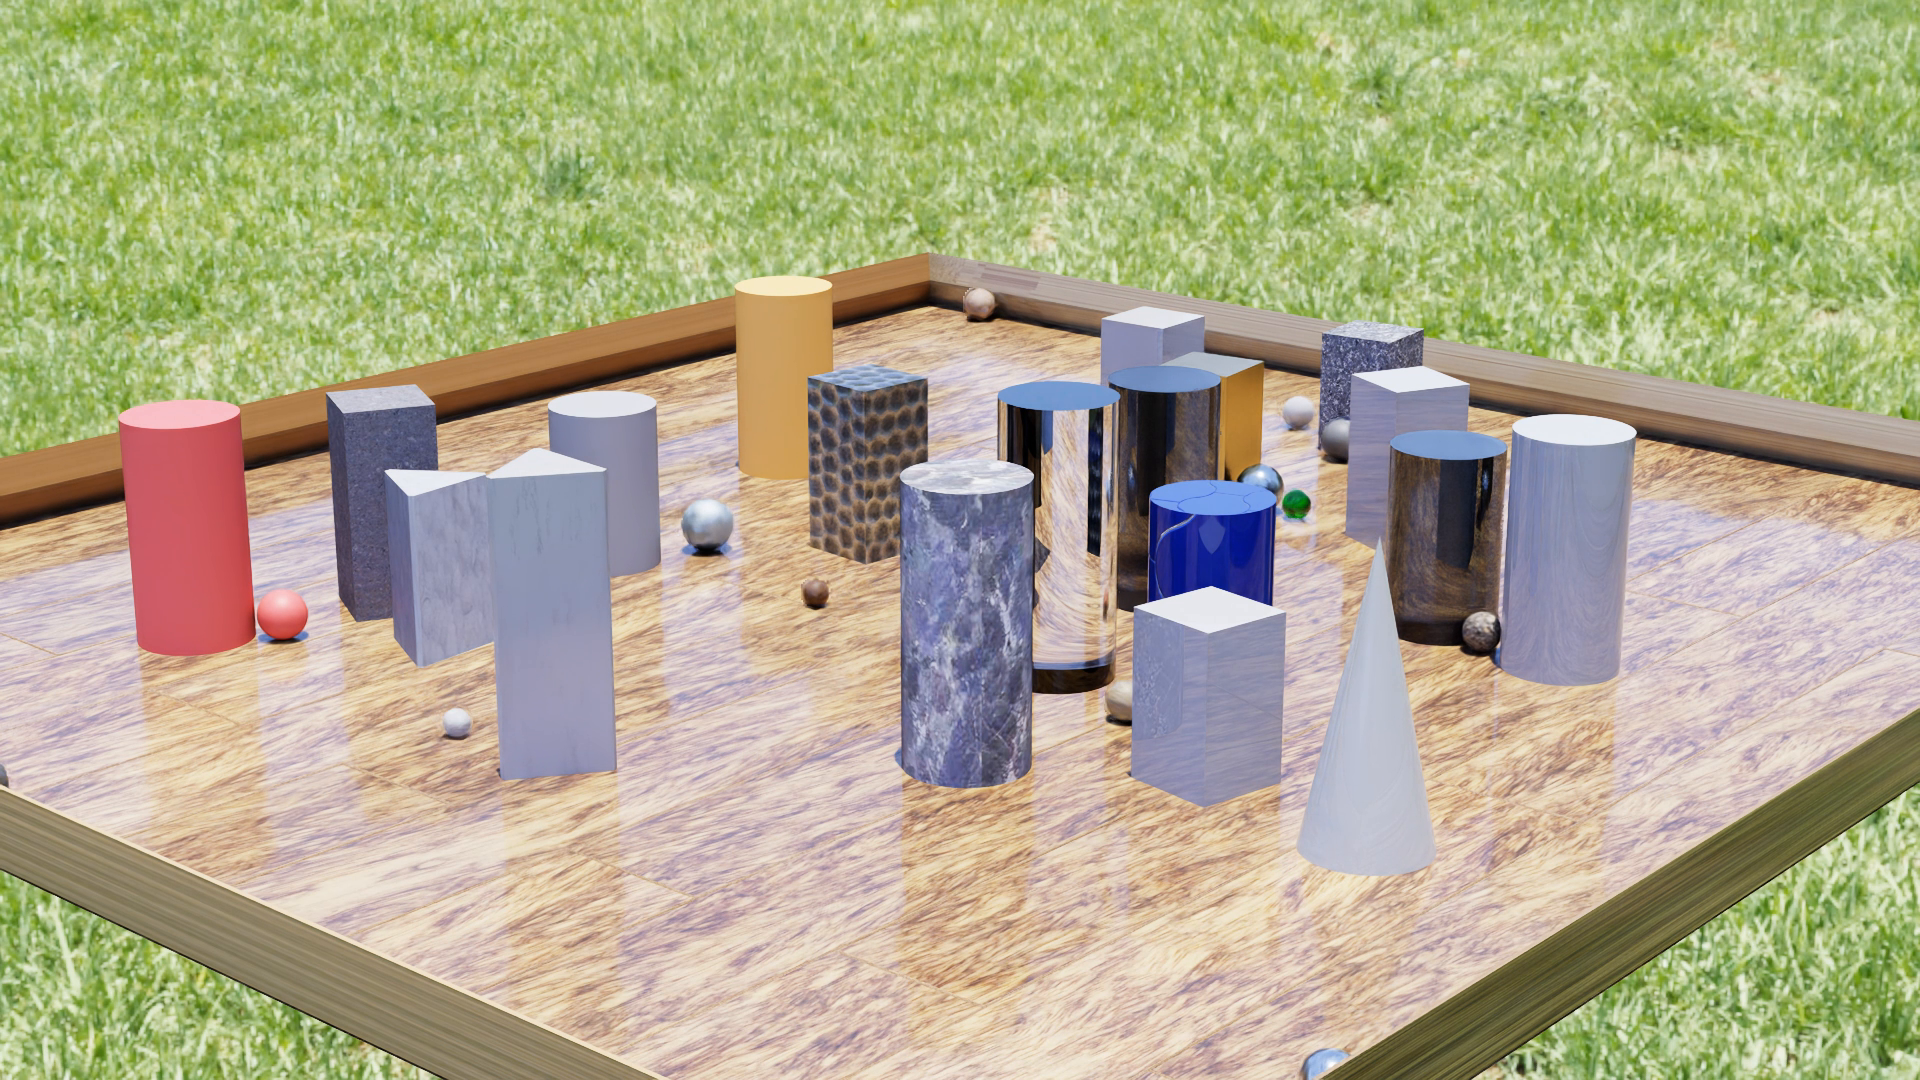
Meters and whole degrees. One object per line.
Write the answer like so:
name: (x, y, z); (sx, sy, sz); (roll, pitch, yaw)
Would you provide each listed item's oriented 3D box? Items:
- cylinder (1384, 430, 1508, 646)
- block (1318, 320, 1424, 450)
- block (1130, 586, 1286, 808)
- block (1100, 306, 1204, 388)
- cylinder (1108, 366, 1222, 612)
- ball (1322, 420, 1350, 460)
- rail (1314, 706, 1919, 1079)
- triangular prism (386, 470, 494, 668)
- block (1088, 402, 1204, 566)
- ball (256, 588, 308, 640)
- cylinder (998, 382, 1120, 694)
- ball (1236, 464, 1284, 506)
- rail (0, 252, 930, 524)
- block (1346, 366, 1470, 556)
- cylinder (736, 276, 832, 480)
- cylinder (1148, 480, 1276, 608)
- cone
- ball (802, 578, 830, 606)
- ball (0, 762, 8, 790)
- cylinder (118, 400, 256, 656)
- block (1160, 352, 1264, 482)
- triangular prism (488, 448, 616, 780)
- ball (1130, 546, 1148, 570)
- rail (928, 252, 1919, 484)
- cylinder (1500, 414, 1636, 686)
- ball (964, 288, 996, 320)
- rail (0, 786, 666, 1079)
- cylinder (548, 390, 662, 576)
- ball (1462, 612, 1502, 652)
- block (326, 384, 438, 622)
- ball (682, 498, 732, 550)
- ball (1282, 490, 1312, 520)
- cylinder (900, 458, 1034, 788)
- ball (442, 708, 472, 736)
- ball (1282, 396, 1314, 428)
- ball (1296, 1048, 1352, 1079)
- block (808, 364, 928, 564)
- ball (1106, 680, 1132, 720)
cylinder: (0.810, -0.005, 4.907); (0.193, 0.320, 0.193); (0, 17, 0)
block: (0.848, -0.311, 6.048); (0.154, 0.247, 0.154); (11, 20, 33)
block: (0.359, 0.225, 4.245); (0.154, 0.263, 0.154); (-13, 21, -37)
block: (0.402, -0.340, 6.128); (0.154, 0.256, 0.154); (13, 21, 36)
cylinder: (0.348, -0.087, 5.053); (0.193, 0.393, 0.193); (0, 17, 0)
ball: (0.780, -0.204, 5.976); (0.084, 0.084, 0.084); (0, 17, 0)
rail: (1.227, 0.339, 4.101); (0.045, 0.125, 3.552); (14, 22, 39)
triangular prism: (-0.885, 0.036, 4.823); (0.145, 0.290, 0.167); (12, 21, 35)
block: (0.337, -0.105, 5.350); (0.154, 0.255, 0.154); (-7, 18, -23)
ball: (-1.130, 0.123, 4.891); (0.084, 0.084, 0.084); (0, 17, 0)
cylinder: (0.155, -0.005, 4.661); (0.193, 0.462, 0.193); (0, 17, 0)
ball: (0.574, -0.099, 5.611); (0.094, 0.094, 0.094); (0, 17, 0)
rail: (-1.227, -0.276, 6.140); (0.045, 0.125, 3.552); (14, 22, 39)
block: (0.821, -0.145, 5.392); (0.154, 0.309, 0.154); (-7, 18, -23)
cylinder: (-0.351, -0.327, 5.881); (0.193, 0.373, 0.193); (0, 17, 0)
cylinder: (0.384, 0.102, 4.505); (0.193, 0.348, 0.193); (0, 17, 0)
cone: (0.560, 0.209, 3.973); (0.193, 0.450, 0.193); (0, 17, 0)
ball: (-0.249, 0.091, 5.063); (0.047, 0.047, 0.047); (0, 17, 0)
ball: (-1.393, 0.345, 4.145); (0.091, 0.091, 0.091); (0, 17, 0)
cylinder: (-1.276, -0.022, 4.850); (0.193, 0.385, 0.193); (0, 17, 0)
block: (0.482, -0.212, 5.687); (0.154, 0.266, 0.154); (11, 20, 31)
triangular prism: (-0.605, 0.105, 4.304); (0.167, 0.459, 0.145); (-4, 17, -13)
ball: (0.327, 0.032, 5.268); (0.041, 0.041, 0.041); (0, 17, 0)
rail: (1.149, -0.351, 6.387); (3.297, 0.125, 0.045); (14, 22, 39)
cylinder: (0.974, 0.015, 4.708); (0.193, 0.397, 0.193); (0, 17, 0)
ball: (0.050, -0.582, 7.238); (0.078, 0.078, 0.078); (0, 17, 0)
rail: (-1.149, 0.414, 3.853); (3.297, 0.125, 0.045); (14, 22, 39)
cylinder: (-0.638, -0.102, 5.274); (0.193, 0.294, 0.193); (0, 17, 0)
ball: (0.860, 0.151, 4.829); (0.066, 0.066, 0.066); (0, 17, 0)
block: (-0.983, -0.065, 5.024); (0.154, 0.366, 0.154); (-7, 18, -21)
ball: (-0.464, -0.028, 5.374); (0.095, 0.095, 0.095); (0, 17, 0)
ball: (0.639, -0.067, 5.572); (0.055, 0.055, 0.055); (0, 17, 0)
cylinder: (0.010, 0.120, 4.280); (0.193, 0.443, 0.193); (0, 17, 0)
ball: (-0.764, 0.277, 4.452); (0.044, 0.044, 0.044); (0, 17, 0)
ball: (0.718, -0.271, 6.227); (0.067, 0.067, 0.067); (0, 17, 0)
ball: (0.417, 0.609, 3.296); (0.076, 0.076, 0.076); (0, 17, 0)
block: (-0.167, -0.141, 5.355); (0.154, 0.321, 0.154); (-15, 23, -41)
ball: (0.255, 0.247, 4.517); (0.063, 0.063, 0.063); (0, 17, 0)
